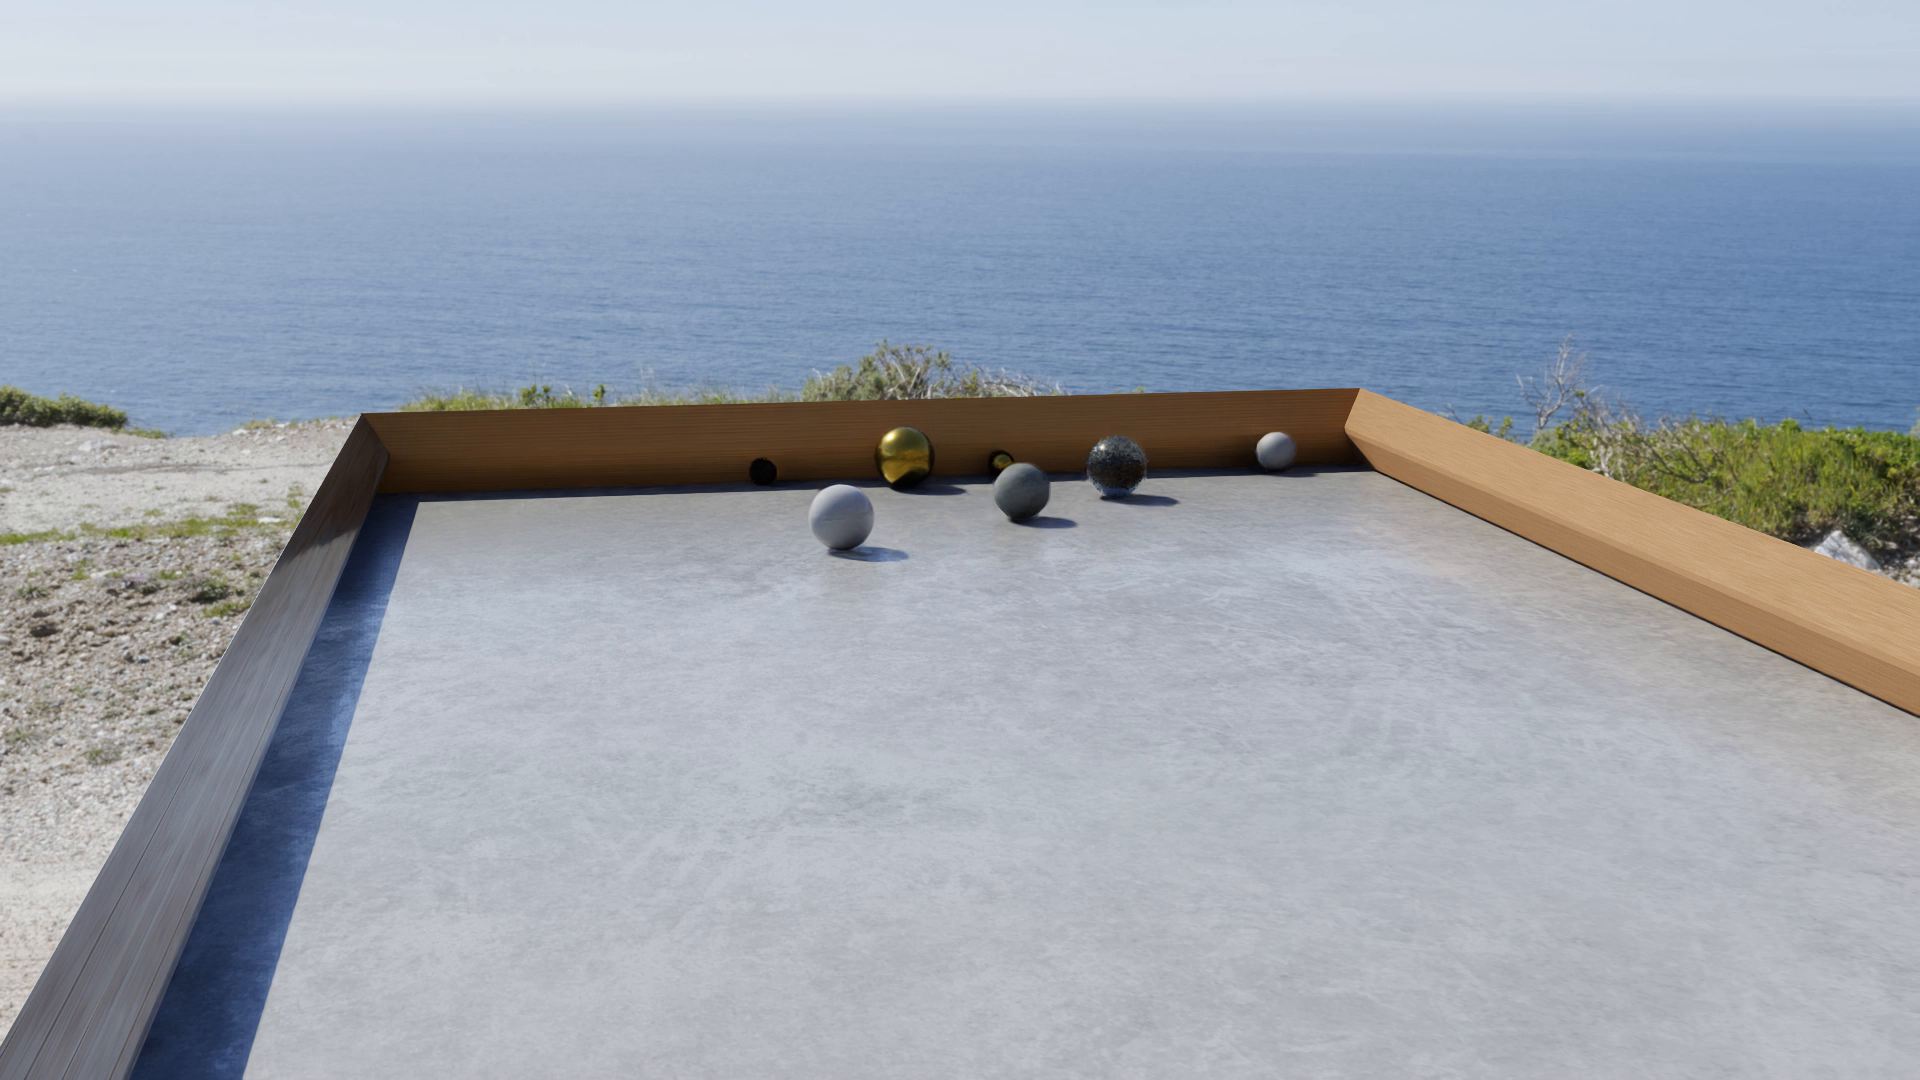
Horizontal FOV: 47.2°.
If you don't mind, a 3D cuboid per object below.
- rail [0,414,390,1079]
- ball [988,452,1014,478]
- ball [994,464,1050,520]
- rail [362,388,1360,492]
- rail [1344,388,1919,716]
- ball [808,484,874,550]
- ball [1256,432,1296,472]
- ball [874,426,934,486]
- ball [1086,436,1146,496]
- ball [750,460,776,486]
[{"bbox_3d":[-0.673,0.142,2.144,0.045,0.129,2.880,-2,12,-10],"label":"rail"},{"bbox_3d":[0.069,-0.126,3.676,0.045,0.045,0.045,0,11,0],"label":"ball"},{"bbox_3d":[0.093,-0.073,3.320,0.084,0.084,0.084,0,11,0],"label":"ball"},{"bbox_3d":[-0.127,-0.165,3.655,1.683,0.129,0.045,-2,12,-10],"label":"rail"},{"bbox_3d":[0.935,0.083,2.436,0.045,0.129,2.880,-2,12,-10],"label":"rail"},{"bbox_3d":[-0.167,-0.032,3.093,0.093,0.093,0.093,0,11,0],"label":"ball"},{"bbox_3d":[0.536,-0.150,3.737,0.068,0.068,0.068,0,11,0],"label":"ball"},{"bbox_3d":[-0.091,-0.136,3.593,0.099,0.099,0.099,0,11,0],"label":"ball"},{"bbox_3d":[0.249,-0.117,3.504,0.096,0.096,0.096,0,11,0],"label":"ball"},{"bbox_3d":[-0.322,-0.111,3.608,0.043,0.043,0.043,0,11,0],"label":"ball"}]
